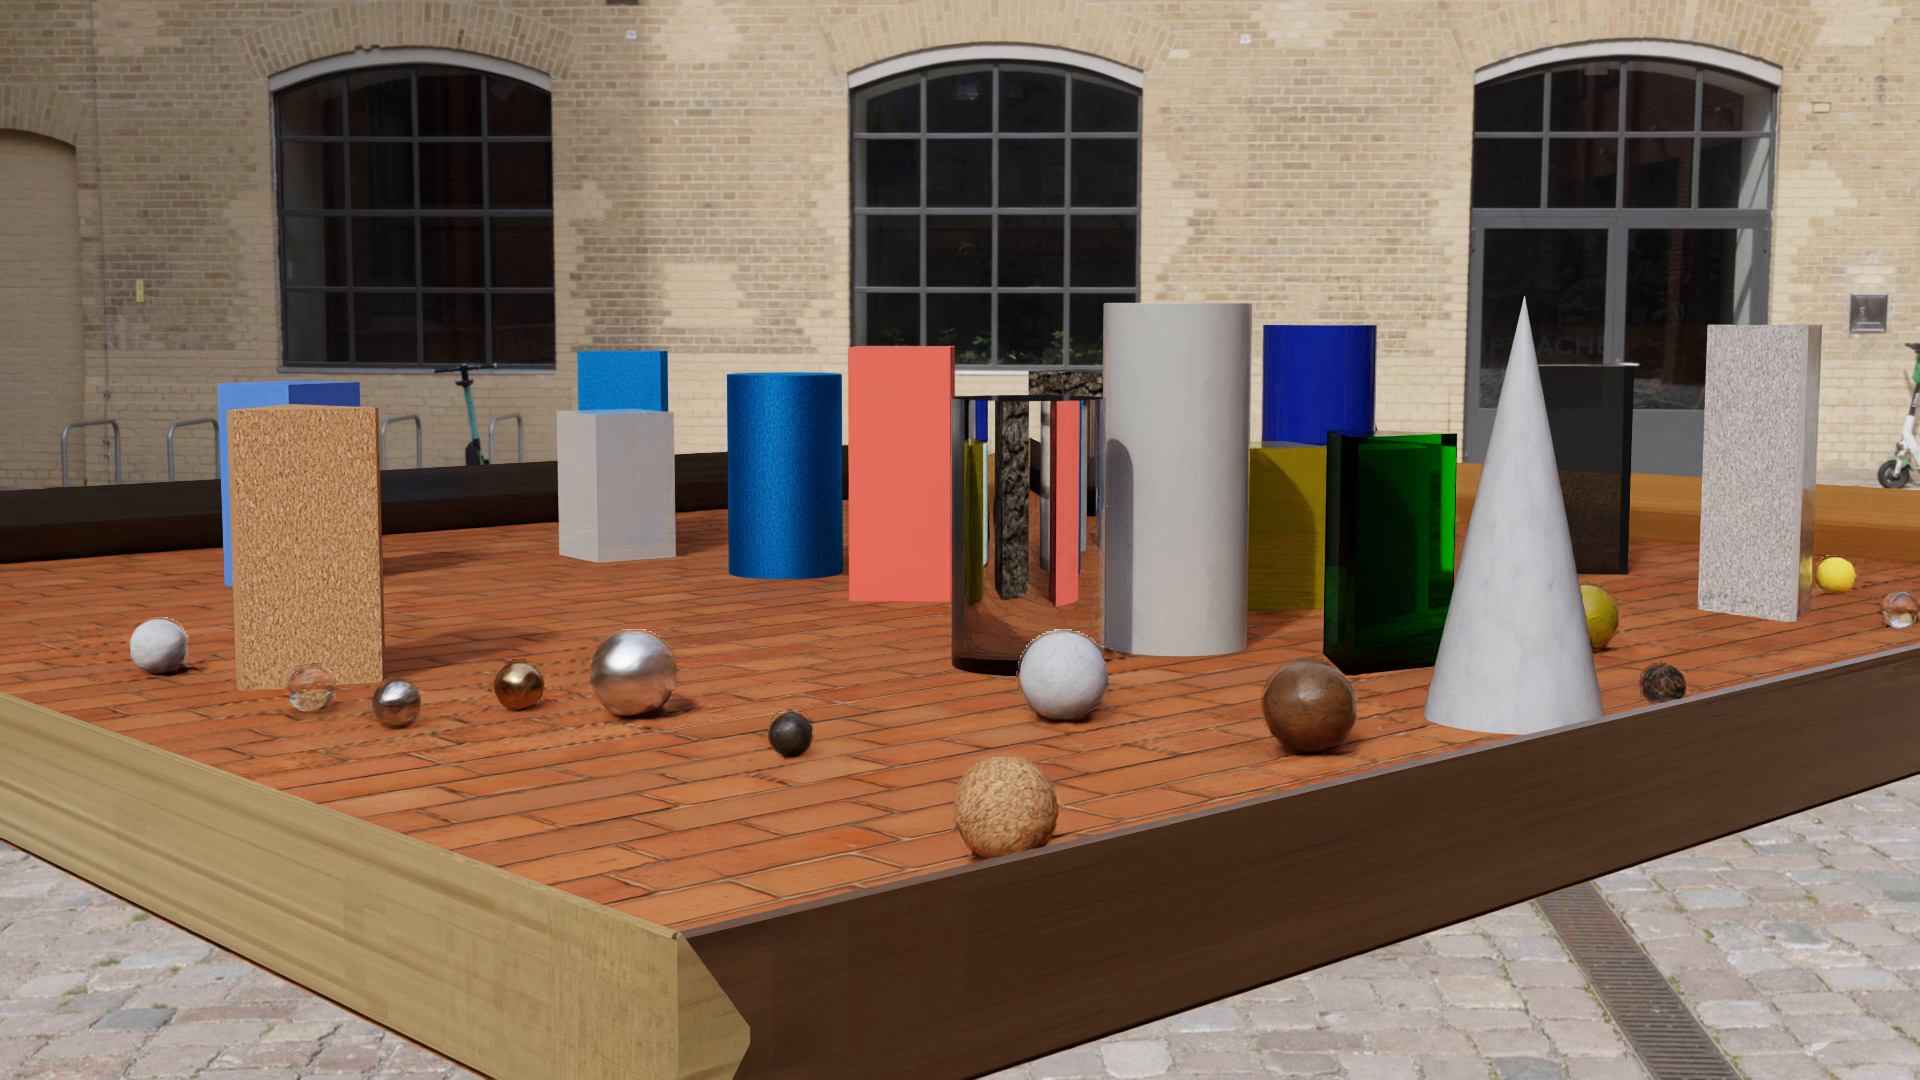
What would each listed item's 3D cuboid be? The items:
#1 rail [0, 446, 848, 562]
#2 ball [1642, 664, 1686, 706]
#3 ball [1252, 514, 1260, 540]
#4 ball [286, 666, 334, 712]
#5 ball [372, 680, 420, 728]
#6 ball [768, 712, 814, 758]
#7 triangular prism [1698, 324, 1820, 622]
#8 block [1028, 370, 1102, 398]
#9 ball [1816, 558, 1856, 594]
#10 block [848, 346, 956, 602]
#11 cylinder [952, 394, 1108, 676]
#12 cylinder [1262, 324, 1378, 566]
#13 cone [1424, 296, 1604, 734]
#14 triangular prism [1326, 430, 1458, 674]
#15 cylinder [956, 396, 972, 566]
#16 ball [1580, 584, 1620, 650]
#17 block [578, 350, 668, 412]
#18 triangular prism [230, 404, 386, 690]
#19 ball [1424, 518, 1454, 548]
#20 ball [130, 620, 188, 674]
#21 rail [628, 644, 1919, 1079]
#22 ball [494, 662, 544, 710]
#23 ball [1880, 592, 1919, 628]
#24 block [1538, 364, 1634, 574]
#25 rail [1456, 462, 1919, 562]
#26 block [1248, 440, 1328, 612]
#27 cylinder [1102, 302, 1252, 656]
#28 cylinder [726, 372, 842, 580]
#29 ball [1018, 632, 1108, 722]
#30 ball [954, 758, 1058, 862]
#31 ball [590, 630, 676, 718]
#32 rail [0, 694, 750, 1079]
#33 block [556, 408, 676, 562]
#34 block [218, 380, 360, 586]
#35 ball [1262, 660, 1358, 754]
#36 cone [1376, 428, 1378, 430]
[{"bbox_3d":[-1.022,-0.083,4.434,3.219,0.126,0.045,-6,8,-42],"label":"rail"},{"bbox_3d":[0.790,0.164,2.468,0.048,0.048,0.048,0,6,0],"label":"ball"},{"bbox_3d":[0.587,-0.025,4.219,0.057,0.057,0.057,0,6,0],"label":"ball"},{"bbox_3d":[-0.719,0.165,2.436,0.052,0.052,0.052,0,6,0],"label":"ball"},{"bbox_3d":[-0.602,0.175,2.350,0.050,0.050,0.050,0,6,0],"label":"ball"},{"bbox_3d":[-0.169,0.194,2.193,0.045,0.045,0.045,0,6,0],"label":"ball"},{"bbox_3d":[1.205,-0.104,3.224,0.145,0.422,0.168,-4,7,-33],"label":"triangular prism"},{"bbox_3d":[0.216,-0.096,3.505,0.155,0.347,0.155,4,7,36],"label":"block"},{"bbox_3d":[1.376,0.055,3.454,0.057,0.057,0.057,0,6,0],"label":"ball"},{"bbox_3d":[-0.089,-0.106,3.419,0.155,0.386,0.155,0,6,3],"label":"block"},{"bbox_3d":[0.086,-0.010,2.752,0.194,0.335,0.194,0,6,0],"label":"cylinder"},{"bbox_3d":[0.615,-0.160,3.778,0.194,0.418,0.194,0,6,0],"label":"cylinder"},{"bbox_3d":[0.605,-0.034,2.381,0.194,0.460,0.194,0,6,0],"label":"cone"},{"bbox_3d":[0.511,0.009,2.775,0.168,0.291,0.145,-3,7,-30],"label":"triangular prism"},{"bbox_3d":[-0.077,-0.107,3.884,0.194,0.291,0.194,0,6,0],"label":"cylinder"},{"bbox_3d":[0.815,0.101,2.870,0.088,0.088,0.088,0,6,0],"label":"ball"},{"bbox_3d":[-0.646,-0.181,4.240,0.155,0.363,0.155,0,6,-2],"label":"block"},{"bbox_3d":[-0.796,0.003,2.657,0.168,0.328,0.145,-3,7,-23],"label":"triangular prism"},{"bbox_3d":[0.875,-0.013,4.016,0.052,0.052,0.052,0,6,0],"label":"ball"},{"bbox_3d":[-0.982,0.130,2.695,0.067,0.067,0.067,0,6,0],"label":"ball"},{"bbox_3d":[1.022,0.148,2.230,3.219,0.126,0.045,-6,8,-42],"label":"rail"},{"bbox_3d":[-0.490,0.163,2.446,0.054,0.054,0.054,0,6,0],"label":"ball"},{"bbox_3d":[1.314,0.098,3.075,0.052,0.052,0.052,0,6,0],"label":"ball"},{"bbox_3d":[1.057,-0.124,3.767,0.155,0.349,0.155,1,6,8],"label":"block"},{"bbox_3d":[1.165,-0.080,4.401,0.045,0.126,3.063,-6,8,-42],"label":"rail"},{"bbox_3d":[0.449,-0.023,3.318,0.155,0.242,0.155,-2,6,-16],"label":"block"},{"bbox_3d":[0.284,-0.085,2.901,0.194,0.452,0.194,0,6,0],"label":"cylinder"},{"bbox_3d":[-0.296,-0.112,3.716,0.194,0.336,0.194,0,6,0],"label":"cylinder"},{"bbox_3d":[0.112,0.148,2.384,0.097,0.097,0.097,0,6,0],"label":"ball"},{"bbox_3d":[0.037,0.218,1.774,0.084,0.084,0.084,0,6,0],"label":"ball"},{"bbox_3d":[-0.357,0.147,2.408,0.094,0.094,0.094,0,6,0],"label":"ball"},{"bbox_3d":[-1.165,0.145,2.263,0.045,0.126,3.063,-6,8,-42],"label":"rail"},{"bbox_3d":[-0.620,-0.101,3.969,0.155,0.261,0.155,-4,7,-36],"label":"block"},{"bbox_3d":[-1.083,-0.092,3.568,0.155,0.326,0.155,3,7,29],"label":"block"},{"bbox_3d":[0.352,0.168,2.211,0.094,0.094,0.094,0,6,0],"label":"ball"},{"bbox_3d":[0.759,-0.148,4.160,0.194,0.314,0.194,0,6,0],"label":"cone"}]
